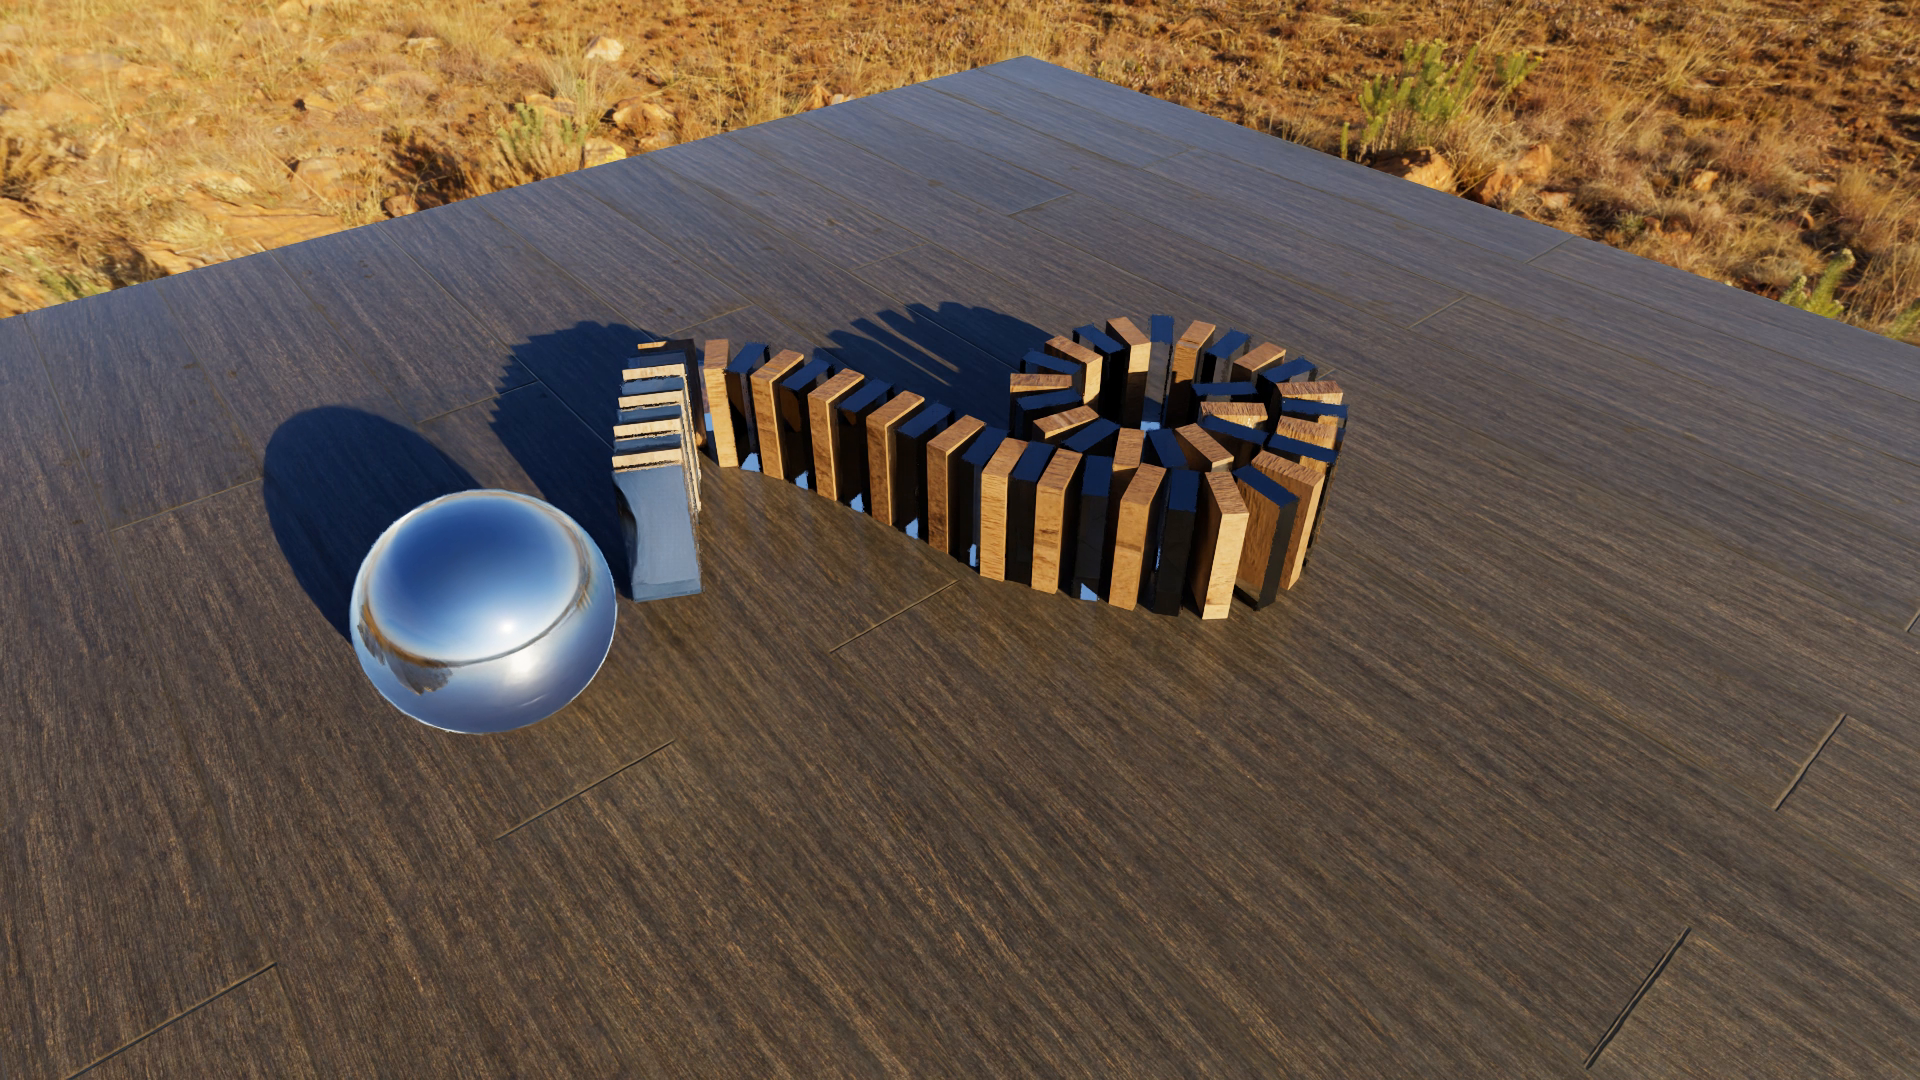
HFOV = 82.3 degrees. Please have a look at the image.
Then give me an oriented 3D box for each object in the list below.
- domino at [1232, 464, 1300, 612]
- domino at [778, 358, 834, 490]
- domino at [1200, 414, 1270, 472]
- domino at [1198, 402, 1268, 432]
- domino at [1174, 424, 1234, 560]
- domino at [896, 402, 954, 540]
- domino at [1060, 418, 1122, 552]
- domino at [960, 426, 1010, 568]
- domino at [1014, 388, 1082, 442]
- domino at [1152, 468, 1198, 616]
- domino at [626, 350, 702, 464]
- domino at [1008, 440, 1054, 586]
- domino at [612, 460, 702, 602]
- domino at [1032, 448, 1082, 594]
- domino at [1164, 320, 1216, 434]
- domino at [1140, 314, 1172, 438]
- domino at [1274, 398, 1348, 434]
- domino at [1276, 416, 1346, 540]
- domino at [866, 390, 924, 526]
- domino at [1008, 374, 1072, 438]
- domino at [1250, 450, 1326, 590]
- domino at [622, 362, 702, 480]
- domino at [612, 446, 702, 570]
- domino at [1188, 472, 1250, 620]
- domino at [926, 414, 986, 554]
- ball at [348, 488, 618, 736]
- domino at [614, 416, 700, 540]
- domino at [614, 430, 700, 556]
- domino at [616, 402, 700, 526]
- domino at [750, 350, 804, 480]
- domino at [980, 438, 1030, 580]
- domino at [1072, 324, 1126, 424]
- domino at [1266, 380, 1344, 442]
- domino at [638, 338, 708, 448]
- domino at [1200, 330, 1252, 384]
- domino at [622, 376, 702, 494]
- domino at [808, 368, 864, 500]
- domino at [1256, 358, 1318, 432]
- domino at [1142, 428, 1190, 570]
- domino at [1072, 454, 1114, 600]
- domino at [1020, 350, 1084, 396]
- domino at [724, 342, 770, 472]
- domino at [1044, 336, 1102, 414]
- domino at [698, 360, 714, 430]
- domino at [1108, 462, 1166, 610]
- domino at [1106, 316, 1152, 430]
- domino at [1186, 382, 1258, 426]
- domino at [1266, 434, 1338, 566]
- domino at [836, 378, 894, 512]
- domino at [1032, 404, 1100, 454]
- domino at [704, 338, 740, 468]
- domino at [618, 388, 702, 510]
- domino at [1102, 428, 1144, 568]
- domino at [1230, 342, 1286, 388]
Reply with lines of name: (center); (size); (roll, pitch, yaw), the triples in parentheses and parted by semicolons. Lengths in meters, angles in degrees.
domino: (0.110, -0.001, 0.412); (0.009, 0.050, 0.025); (-22, 44, -25)
domino: (-0.064, -0.049, 0.472); (0.009, 0.050, 0.025); (21, 44, 24)
domino: (0.106, -0.023, 0.440); (0.025, 0.050, 0.010); (21, 44, 24)
domino: (0.108, -0.033, 0.451); (0.025, 0.050, 0.010); (2, 39, 2)
domino: (0.093, -0.018, 0.433); (0.010, 0.050, 0.025); (-16, 42, -19)
domino: (-0.013, -0.028, 0.445); (0.010, 0.050, 0.025); (25, 46, 28)
domino: (0.050, -0.021, 0.437); (0.010, 0.050, 0.025); (32, 49, 33)
domino: (0.010, -0.016, 0.432); (0.010, 0.050, 0.025); (17, 42, 19)
domino: (0.036, -0.037, 0.457); (0.025, 0.050, 0.009); (-11, 41, -13)
domino: (0.080, 0.001, 0.410); (0.009, 0.050, 0.025); (8, 40, 9)
domino: (-0.131, -0.058, 0.487); (0.025, 0.050, 0.009); (-8, -3, -9)
domino: (0.027, -0.010, 0.424); (0.010, 0.050, 0.025); (12, 41, 15)
domino: (-0.114, -0.003, 0.416); (0.025, 0.050, 0.009); (-8, 15, -10)
domino: (0.037, -0.007, 0.420); (0.009, 0.050, 0.025); (14, 41, 17)
domino: (0.103, -0.071, 0.498); (0.009, 0.050, 0.025); (19, 43, 21)
domino: (0.089, -0.074, 0.502); (0.009, 0.050, 0.025); (6, 40, 7)
domino: (0.140, -0.033, 0.452); (0.025, 0.050, 0.009); (9, 40, 10)
domino: (0.136, -0.024, 0.441); (0.025, 0.050, 0.009); (14, 41, 17)
domino: (-0.026, -0.033, 0.452); (0.010, 0.050, 0.025); (25, 45, 27)
domino: (0.033, -0.046, 0.468); (0.025, 0.050, 0.009); (2, 39, 2)
domino: (0.121, -0.007, 0.420); (0.025, 0.050, 0.009); (27, 46, 29)
domino: (-0.128, -0.049, 0.473); (0.025, 0.050, 0.009); (-8, 13, -10)
domino: (-0.116, -0.010, 0.424); (0.025, 0.050, 0.009); (-8, 15, -10)
domino: (0.095, 0.002, 0.409); (0.009, 0.050, 0.025); (-3, 39, -3)
domino: (-0.001, -0.022, 0.438); (0.009, 0.050, 0.025); (26, 46, 28)
ball: (-0.154, 0.023, 0.360); (0.080, 0.080, 0.080); (0, 39, 0)
domino: (-0.121, -0.023, 0.440); (0.025, 0.050, 0.009); (-8, 15, -10)
domino: (-0.119, -0.016, 0.432); (0.025, 0.050, 0.009); (-8, 15, -10)
domino: (-0.122, -0.029, 0.448); (0.025, 0.050, 0.009); (-8, 15, -10)
domino: (-0.077, -0.054, 0.478); (0.009, 0.050, 0.025); (18, 43, 21)
domino: (0.017, -0.012, 0.426); (0.009, 0.050, 0.025); (15, 42, 17)
domino: (0.061, -0.068, 0.495); (0.010, 0.050, 0.025); (-22, 44, -25)
domino: (0.142, -0.043, 0.463); (0.025, 0.050, 0.009); (-3, 39, -3)
domino: (-0.131, -0.066, 0.503); (0.025, 0.009, 0.050); (-8, 75, -9)
domino: (0.116, -0.065, 0.491); (0.009, 0.050, 0.025); (26, 46, 28)
domino: (-0.126, -0.043, 0.465); (0.025, 0.050, 0.010); (-8, 13, -10)
domino: (-0.051, -0.044, 0.466); (0.009, 0.050, 0.025); (23, 44, 25)
domino: (0.137, -0.051, 0.474); (0.025, 0.050, 0.009); (-21, 44, -24)
domino: (0.078, -0.016, 0.430); (0.009, 0.050, 0.025); (-5, 40, -6)
domino: (0.050, -0.004, 0.417); (0.009, 0.050, 0.025); (7, 40, 8)
domino: (0.039, -0.056, 0.479); (0.025, 0.050, 0.009); (22, 44, 24)
domino: (-0.090, -0.058, 0.482); (0.010, 0.050, 0.025); (9, 40, 11)
domino: (0.049, -0.063, 0.488); (0.009, 0.050, 0.025); (-30, 48, -31)
domino: (-0.127, -0.070, 0.528); (0.025, 0.009, 0.050); (-6, 40, -7)
domino: (0.066, -0.001, 0.413); (0.009, 0.050, 0.025); (16, 42, 19)
domino: (0.074, -0.073, 0.500); (0.009, 0.050, 0.025); (-13, 41, -15)
domino: (0.108, -0.042, 0.463); (0.025, 0.050, 0.009); (-3, 39, -3)
domino: (0.129, -0.015, 0.430); (0.025, 0.050, 0.010); (20, 43, 23)
domino: (-0.038, -0.039, 0.459); (0.009, 0.050, 0.025); (23, 45, 26)
domino: (0.042, -0.028, 0.446); (0.025, 0.050, 0.009); (-18, 43, -21)
domino: (-0.104, -0.060, 0.485); (0.009, 0.050, 0.025); (-5, 40, -6)
domino: (-0.124, -0.036, 0.456); (0.025, 0.050, 0.009); (-8, 15, -10)
domino: (0.064, -0.016, 0.431); (0.009, 0.050, 0.025); (8, 40, 10)
domino: (0.127, -0.059, 0.484); (0.025, 0.050, 0.009); (-31, 49, -33)
